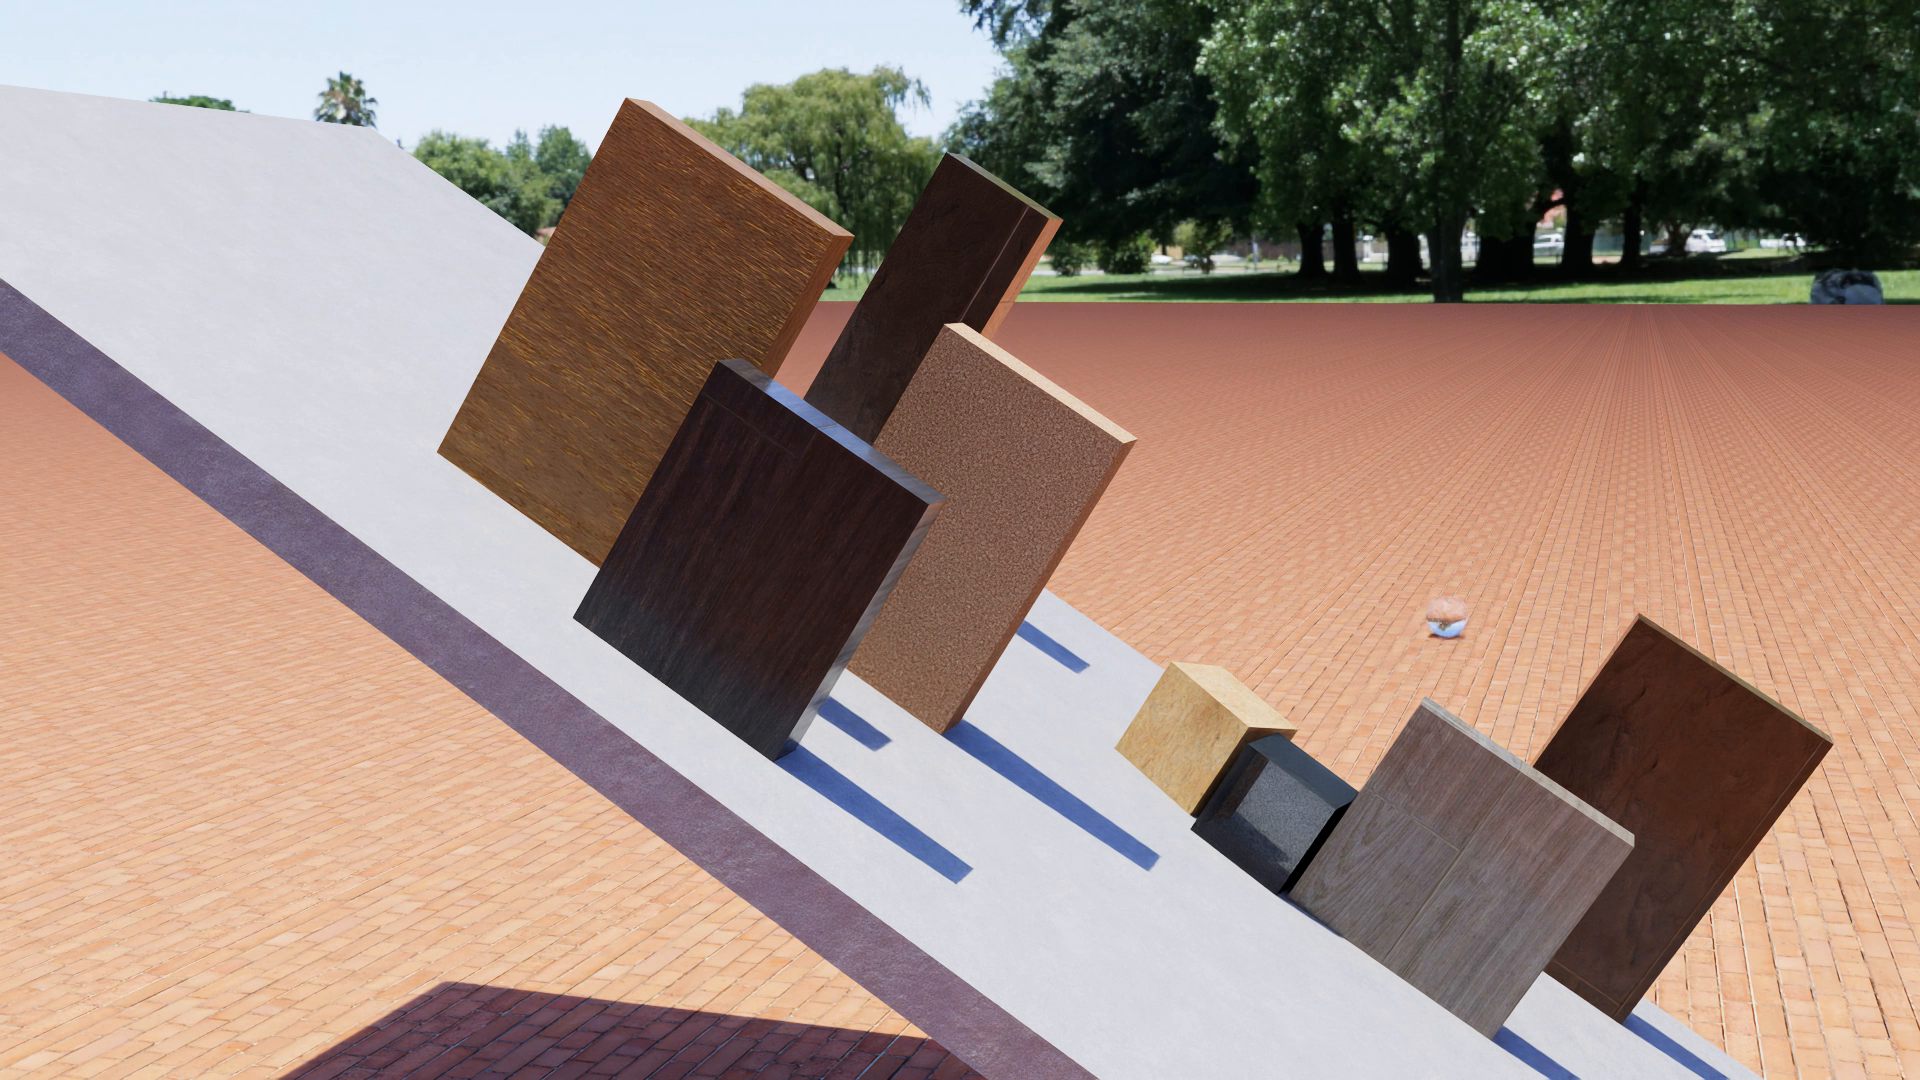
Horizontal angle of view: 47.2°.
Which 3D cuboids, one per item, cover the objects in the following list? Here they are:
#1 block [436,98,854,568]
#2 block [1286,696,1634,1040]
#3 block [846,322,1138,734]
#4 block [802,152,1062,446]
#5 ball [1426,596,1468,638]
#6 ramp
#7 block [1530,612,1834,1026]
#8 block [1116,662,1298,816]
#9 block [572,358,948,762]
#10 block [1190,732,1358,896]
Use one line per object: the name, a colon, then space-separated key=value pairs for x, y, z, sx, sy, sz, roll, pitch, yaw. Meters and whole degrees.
block: x=-0.530 y=-0.321 z=3.652 sx=0.423 sy=0.689 sz=0.096 roll=34 pitch=15 yaw=11
block: x=0.909 y=0.597 z=4.014 sx=0.442 sy=0.445 sz=0.090 roll=34 pitch=15 yaw=11
block: x=-0.015 y=-0.020 z=3.851 sx=0.372 sy=0.611 sz=0.109 roll=34 pitch=15 yaw=11
block: x=-0.102 y=-0.410 z=4.623 sx=0.258 sy=0.772 sz=0.115 roll=34 pitch=15 yaw=11
ball: x=2.493 y=0.394 z=11.259 sx=0.207 sy=0.207 sz=0.207 roll=0 pitch=7 yaw=0
ramp: x=-0.150 y=0.248 z=4.111 sx=4.000 sy=0.100 sz=2.000 roll=34 pitch=15 yaw=11
block: x=1.364 y=0.569 z=4.478 sx=0.441 sy=0.715 sz=0.085 roll=34 pitch=15 yaw=11
block: x=0.482 y=0.389 z=4.301 sx=0.210 sy=0.210 sz=0.210 roll=41 pitch=17 yaw=31
block: x=-0.311 y=0.029 z=3.373 sx=0.393 sy=0.475 sz=0.093 roll=34 pitch=15 yaw=11
block: x=0.599 y=0.513 z=4.148 sx=0.201 sy=0.201 sz=0.201 roll=37 pitch=16 yaw=19
